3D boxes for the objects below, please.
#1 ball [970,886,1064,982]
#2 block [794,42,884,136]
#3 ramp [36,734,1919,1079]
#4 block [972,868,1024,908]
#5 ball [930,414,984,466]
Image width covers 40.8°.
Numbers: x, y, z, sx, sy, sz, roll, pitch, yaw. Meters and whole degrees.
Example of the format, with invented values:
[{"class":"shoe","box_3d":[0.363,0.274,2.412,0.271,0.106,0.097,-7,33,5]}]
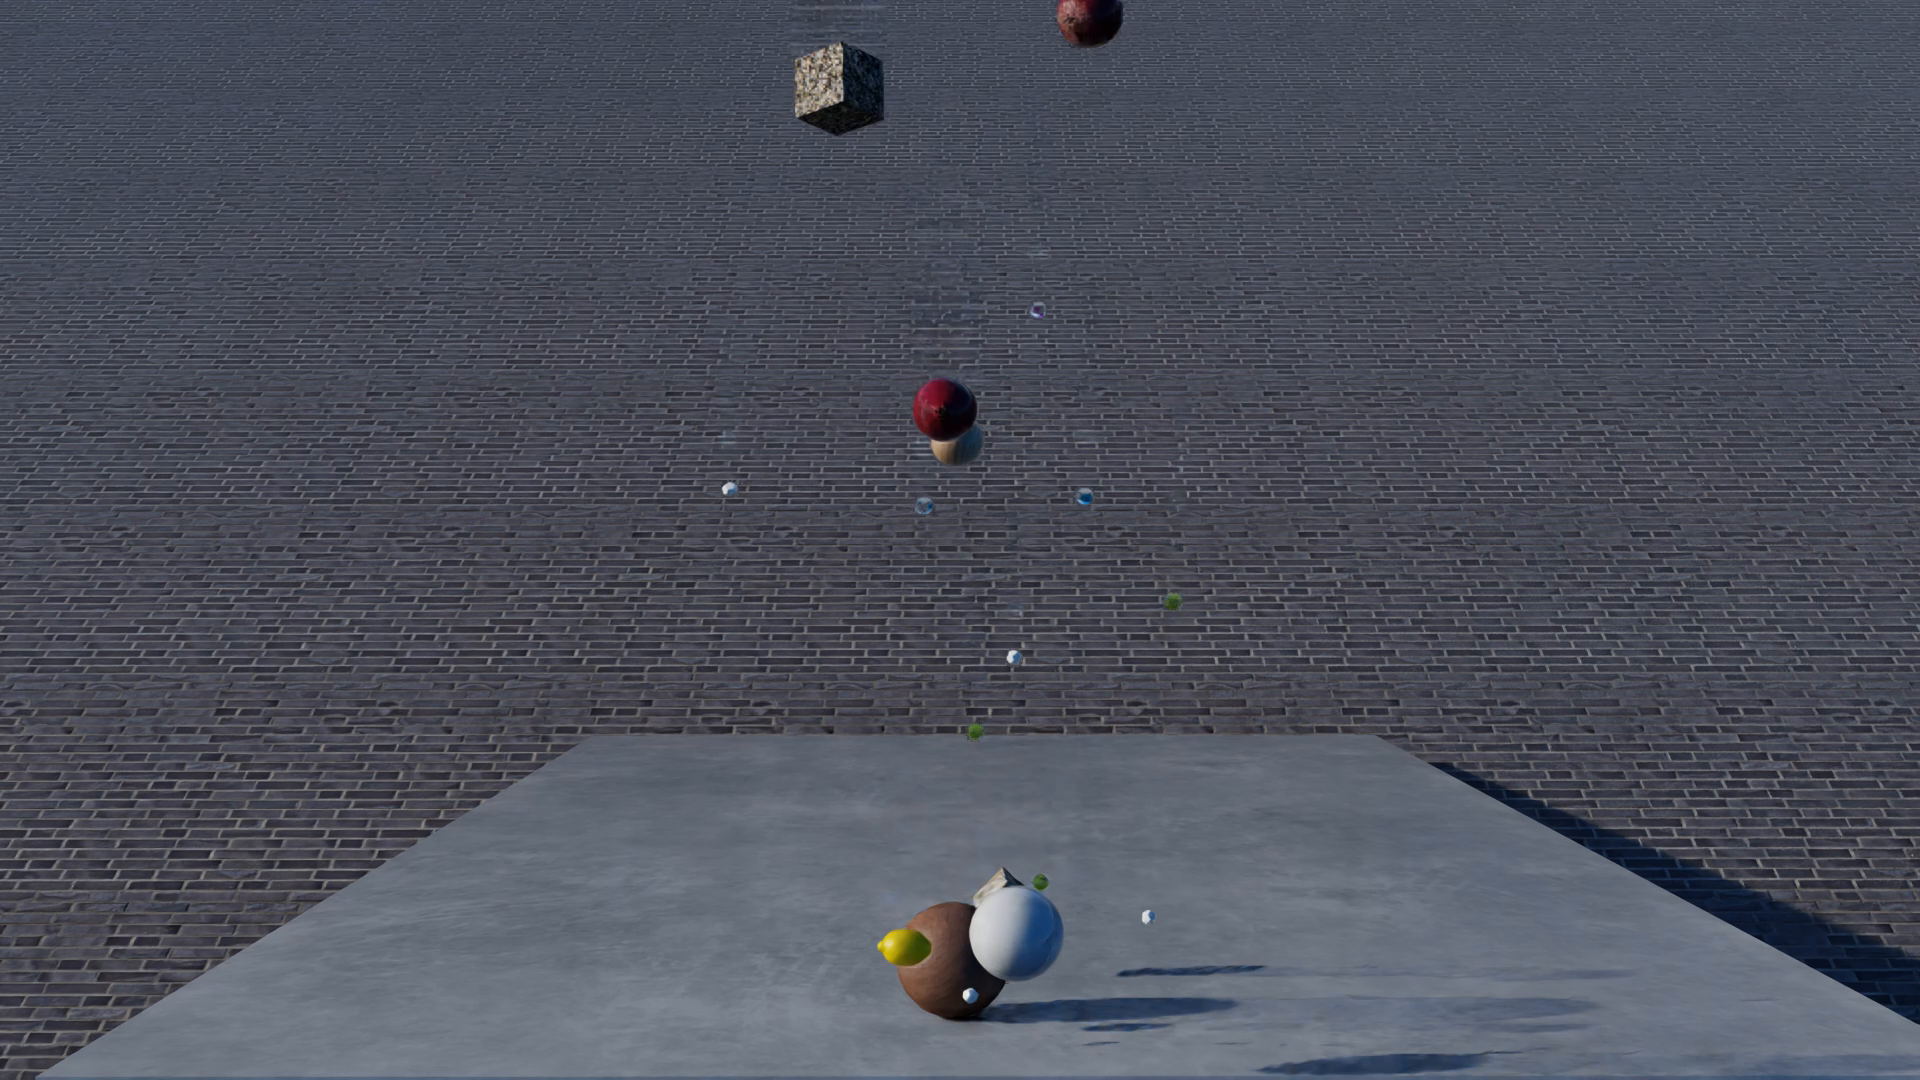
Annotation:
[{"class":"ball","box_3d":[0.056,0.392,2.570,0.094,0.094,0.094,0,28,0]},{"class":"block","box_3d":[-0.123,-0.458,2.627,0.064,0.064,0.064,-12,-17,36]},{"class":"ramp","box_3d":[0.064,0.571,4.612,2.000,0.100,4.000,0,1,0]},{"class":"block","box_3d":[0.055,0.443,3.152,0.053,0.053,0.053,-46,13,6]},{"class":"ball","box_3d":[-0.004,-0.106,2.729,0.056,0.056,0.056,0,28,0]}]
